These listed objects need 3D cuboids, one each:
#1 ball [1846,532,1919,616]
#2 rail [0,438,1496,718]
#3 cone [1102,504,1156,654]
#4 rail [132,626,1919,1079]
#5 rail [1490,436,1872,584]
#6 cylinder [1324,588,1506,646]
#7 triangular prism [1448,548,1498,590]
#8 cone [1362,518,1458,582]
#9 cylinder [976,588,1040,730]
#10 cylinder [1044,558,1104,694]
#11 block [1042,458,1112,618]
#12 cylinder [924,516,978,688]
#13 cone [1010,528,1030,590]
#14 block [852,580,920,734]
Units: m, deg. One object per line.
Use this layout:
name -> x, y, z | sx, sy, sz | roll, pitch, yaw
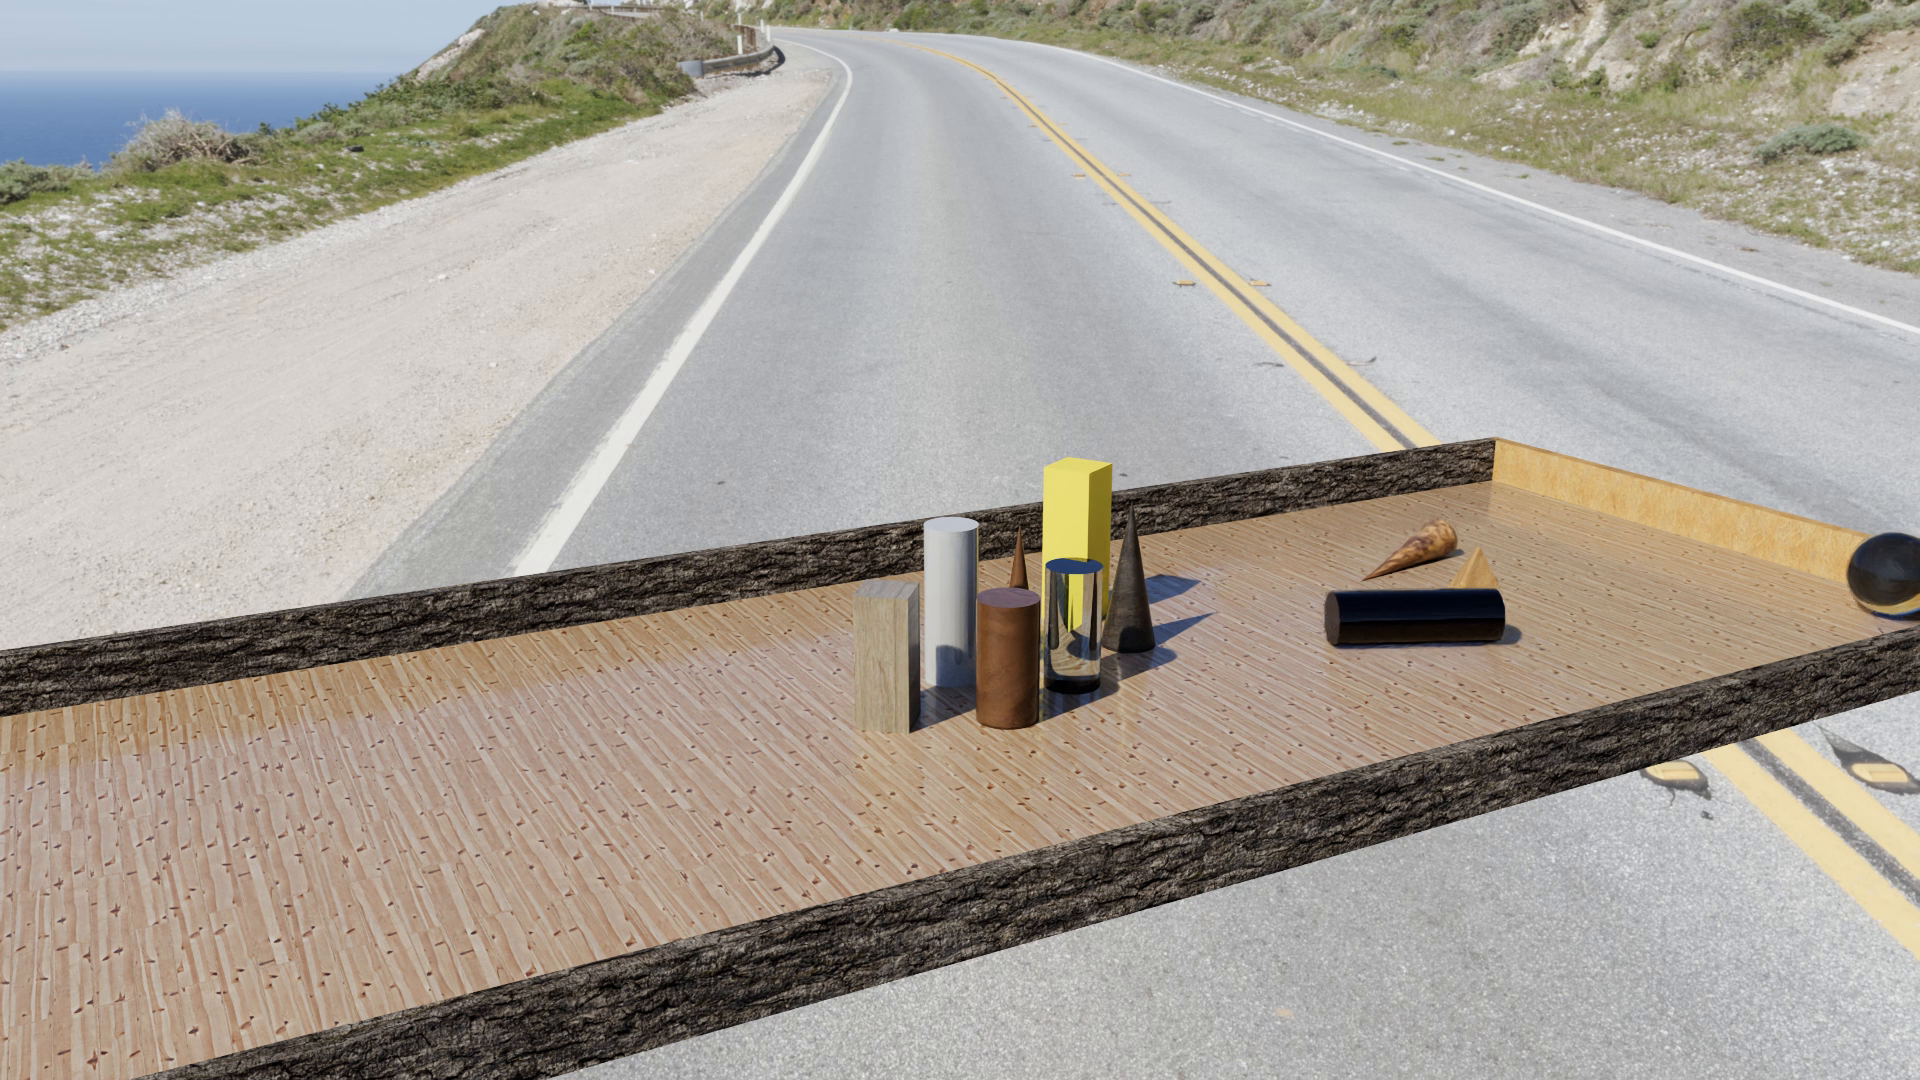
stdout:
ball -> 2.613, 0.096, 4.612 | 0.235, 0.235, 0.235 | 0, 16, 0
rail -> -3.305, 0.497, 3.399 | 12.000, 0.150, 0.050 | -9, 18, -27
cone -> 0.449, 0.086, 4.354 | 0.147, 0.399, 0.147 | 0, 16, 0
rail -> -2.336, 1.006, 1.665 | 12.000, 0.150, 0.050 | -9, 18, -27
rail -> 2.466, -0.048, 5.253 | 0.050, 0.150, 2.100 | -9, 18, -27
cylinder -> 1.211, 0.205, 4.403 | 0.444, 0.143, 0.143 | -1, 16, -4
triangular prism -> 1.455, 0.124, 4.716 | 0.135, 0.117, 0.367 | 7, 18, 23
cone -> 1.356, 0.057, 5.059 | 0.428, 0.117, 0.117 | -23, 27, -37
cylinder -> 0.112, 0.278, 3.877 | 0.151, 0.301, 0.151 | 0, 16, 0
cylinder -> 0.280, 0.212, 4.085 | 0.143, 0.310, 0.143 | 0, 16, 0
block -> 0.324, 0.004, 4.572 | 0.138, 0.434, 0.138 | 10, 19, 30
cylinder -> -0.022, 0.155, 4.113 | 0.136, 0.403, 0.136 | 0, 16, 0
cone -> 0.157, 0.117, 4.359 | 0.101, 0.338, 0.101 | 0, 16, 0
block -> -0.169, 0.271, 3.852 | 0.129, 0.328, 0.129 | 3, 17, 10
